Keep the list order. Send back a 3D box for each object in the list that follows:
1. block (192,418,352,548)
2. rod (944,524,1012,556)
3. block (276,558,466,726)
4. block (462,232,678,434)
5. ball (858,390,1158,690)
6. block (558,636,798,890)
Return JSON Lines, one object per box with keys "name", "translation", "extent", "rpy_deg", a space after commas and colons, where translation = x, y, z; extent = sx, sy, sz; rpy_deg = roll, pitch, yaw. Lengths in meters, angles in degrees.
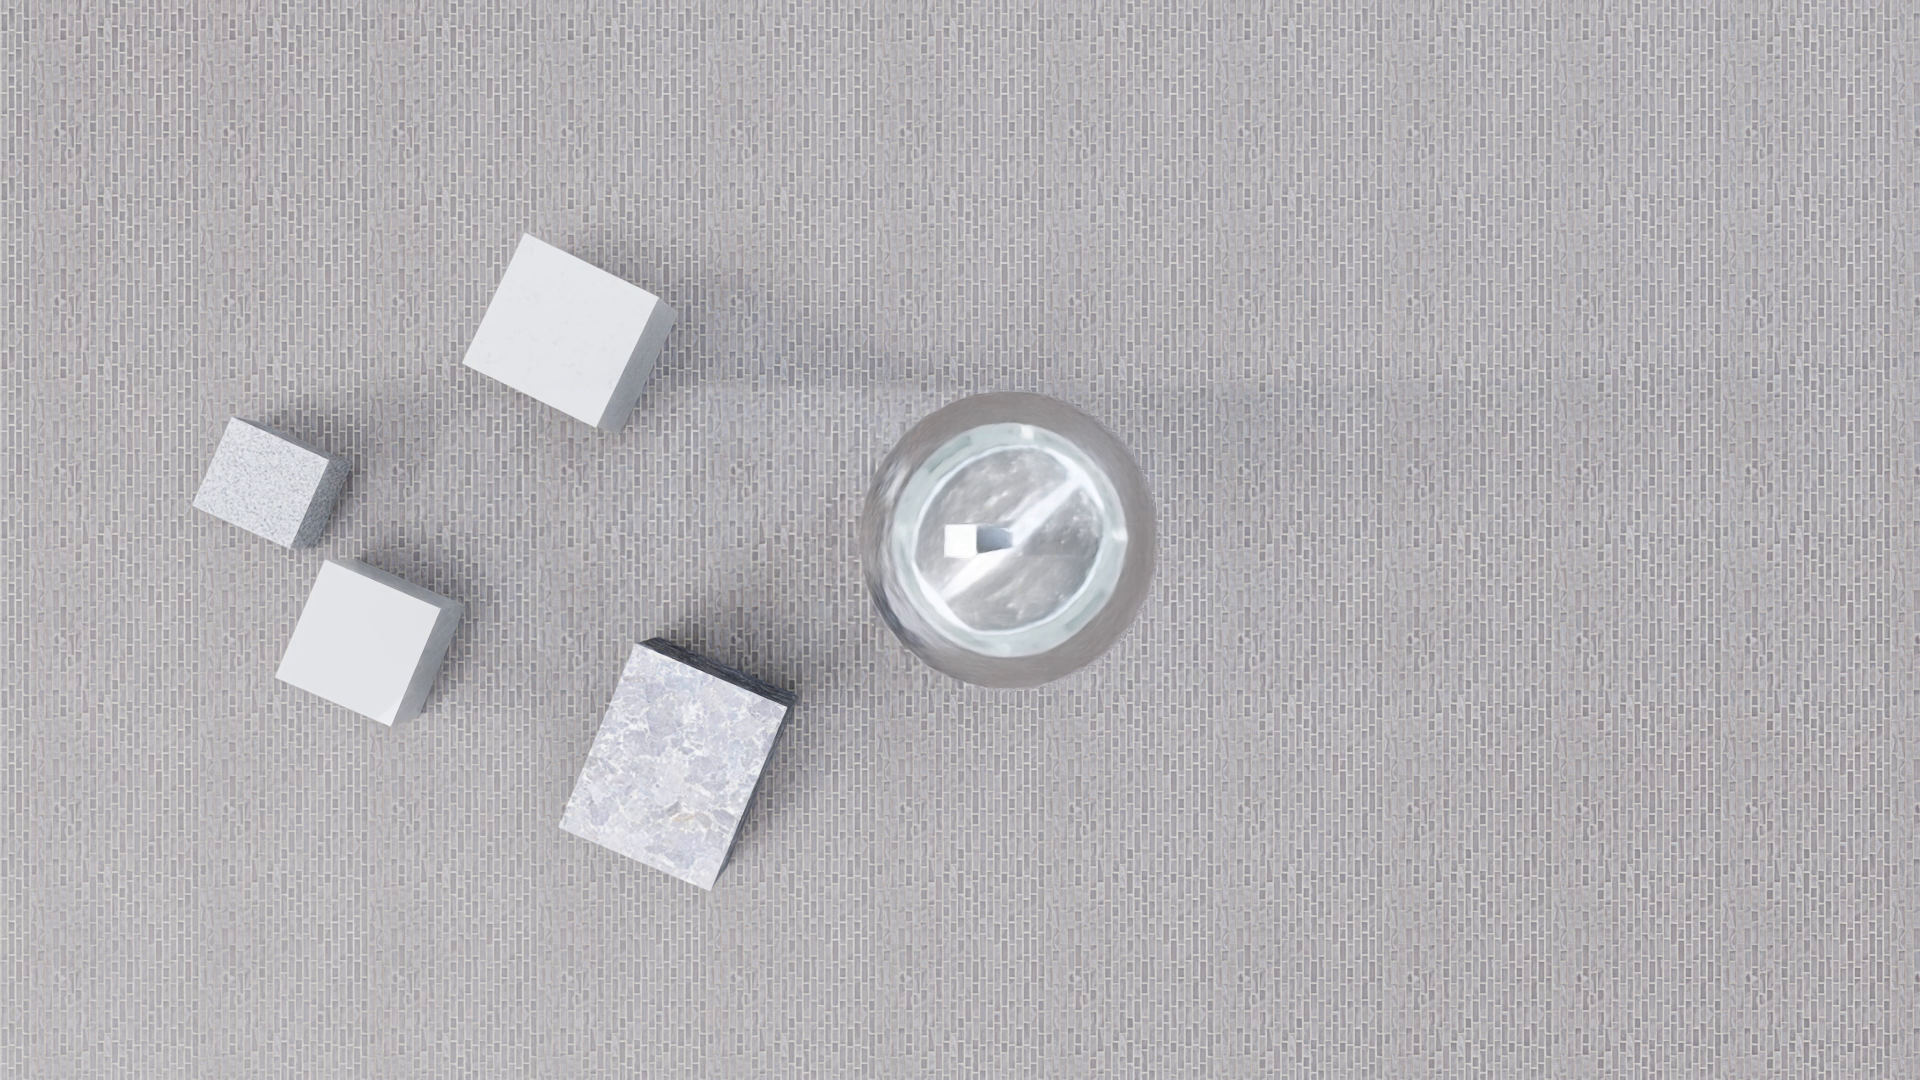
{"name": "block", "translation": [-3.979, -0.325, 12.755], "extent": [0.605, 0.490, 0.553], "rpy_deg": [24, 90, 0]}
{"name": "rod", "translation": [0.112, 0.000, 8.386], "extent": [0.080, 5.200, 0.080], "rpy_deg": [0, 90, 2]}
{"name": "block", "translation": [-3.387, 0.579, 12.684], "extent": [0.707, 0.632, 0.719], "rpy_deg": [23, 90, 0]}
{"name": "block", "translation": [-2.206, -1.158, 12.570], "extent": [0.820, 0.860, 0.799], "rpy_deg": [26, 90, 0]}
{"name": "ball", "translation": [0.258, 0.000, 11.783], "extent": [1.600, 1.600, 1.600], "rpy_deg": [0, 90, 0]}
{"name": "block", "translation": [-1.581, 1.251, 12.551], "extent": [0.907, 0.897, 1.098], "rpy_deg": [23, 90, 0]}
